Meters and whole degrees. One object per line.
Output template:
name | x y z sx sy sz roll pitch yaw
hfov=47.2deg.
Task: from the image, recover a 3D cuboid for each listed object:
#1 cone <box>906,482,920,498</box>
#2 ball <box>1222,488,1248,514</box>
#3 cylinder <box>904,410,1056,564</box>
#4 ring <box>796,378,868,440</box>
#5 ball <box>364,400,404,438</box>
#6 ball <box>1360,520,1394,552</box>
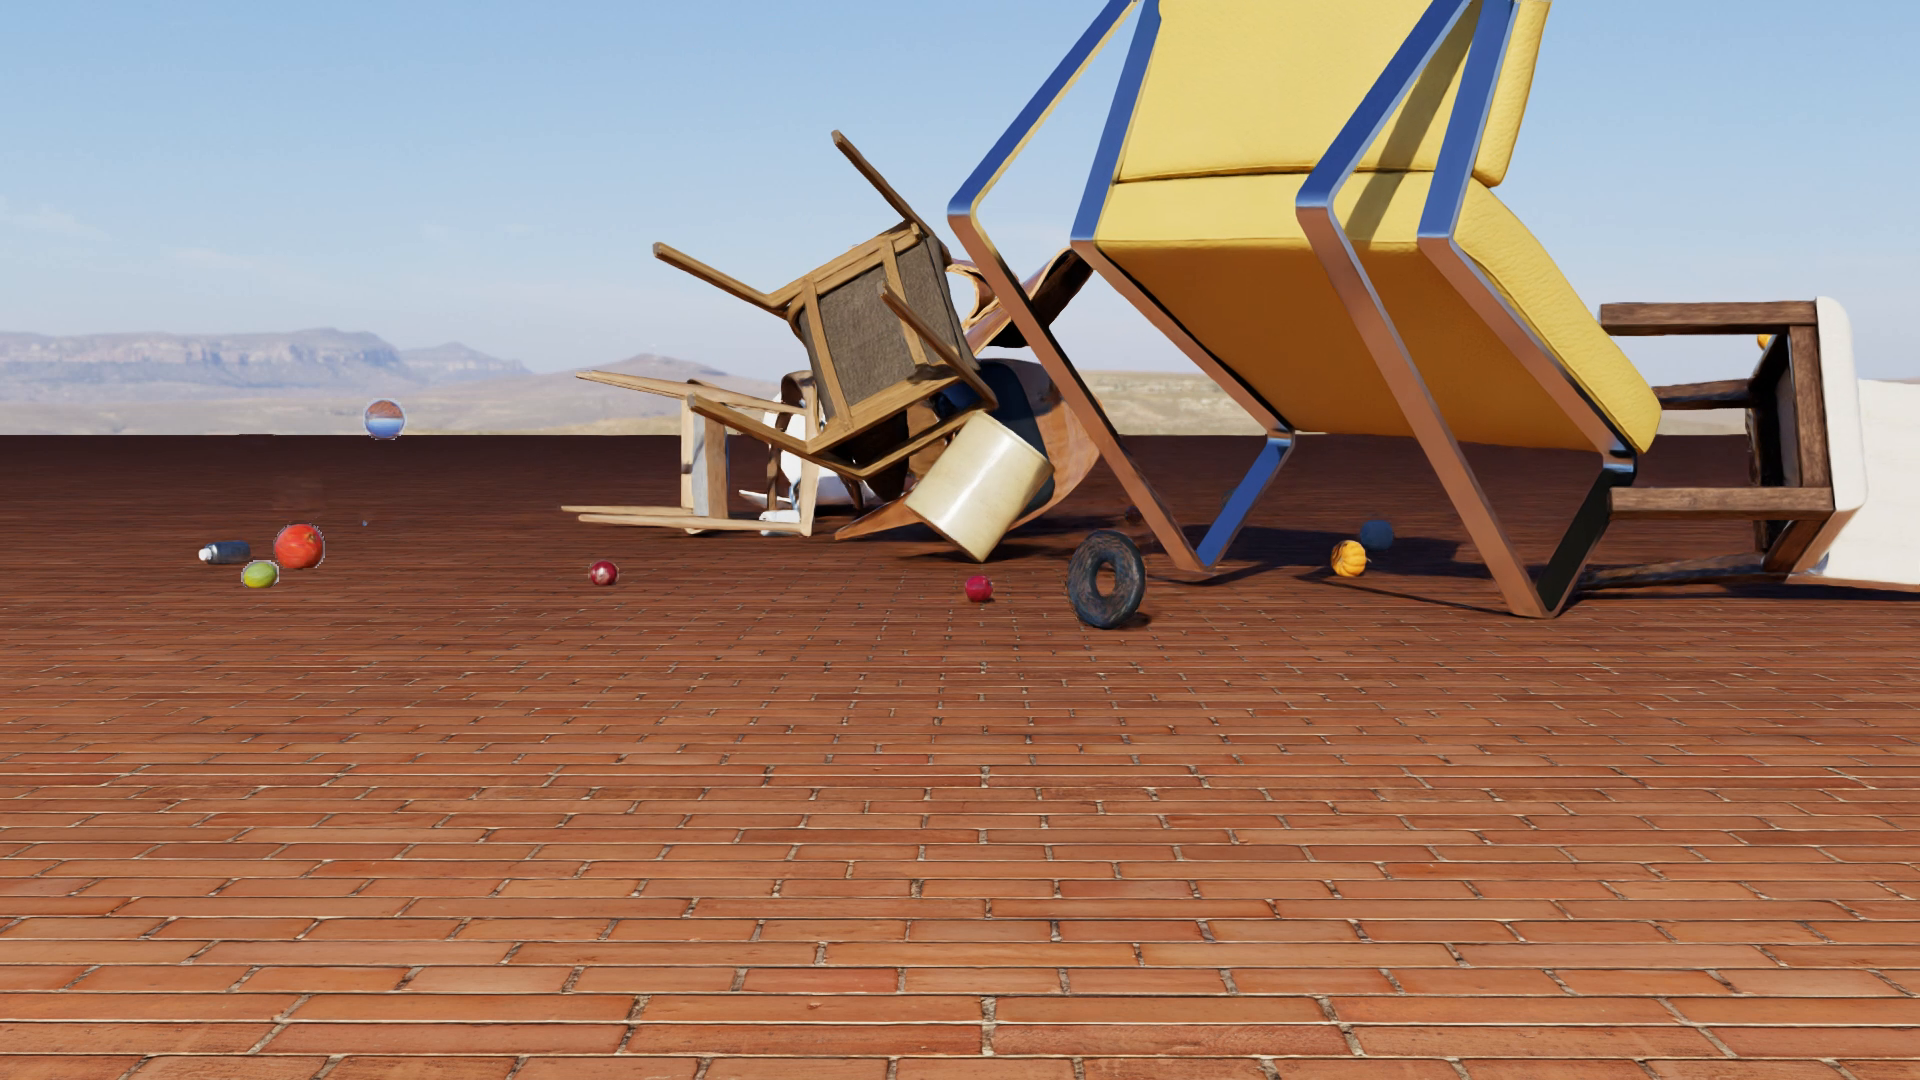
cone | -0.163 -0.152 7.900 0.167 0.104 0.156 -31 8 -29
ball | 0.986 -0.141 7.903 0.095 0.095 0.095 0 4 0
cylinder | 0.050 -0.139 5.673 0.259 0.311 0.148 37 -5 10
ring | -0.490 -0.499 8.386 0.312 0.062 0.307 -29 40 7
ball | -1.213 -0.255 4.636 0.083 0.083 0.083 0 4 0
ball | 1.144 -0.011 6.034 0.092 0.092 0.092 0 4 0
